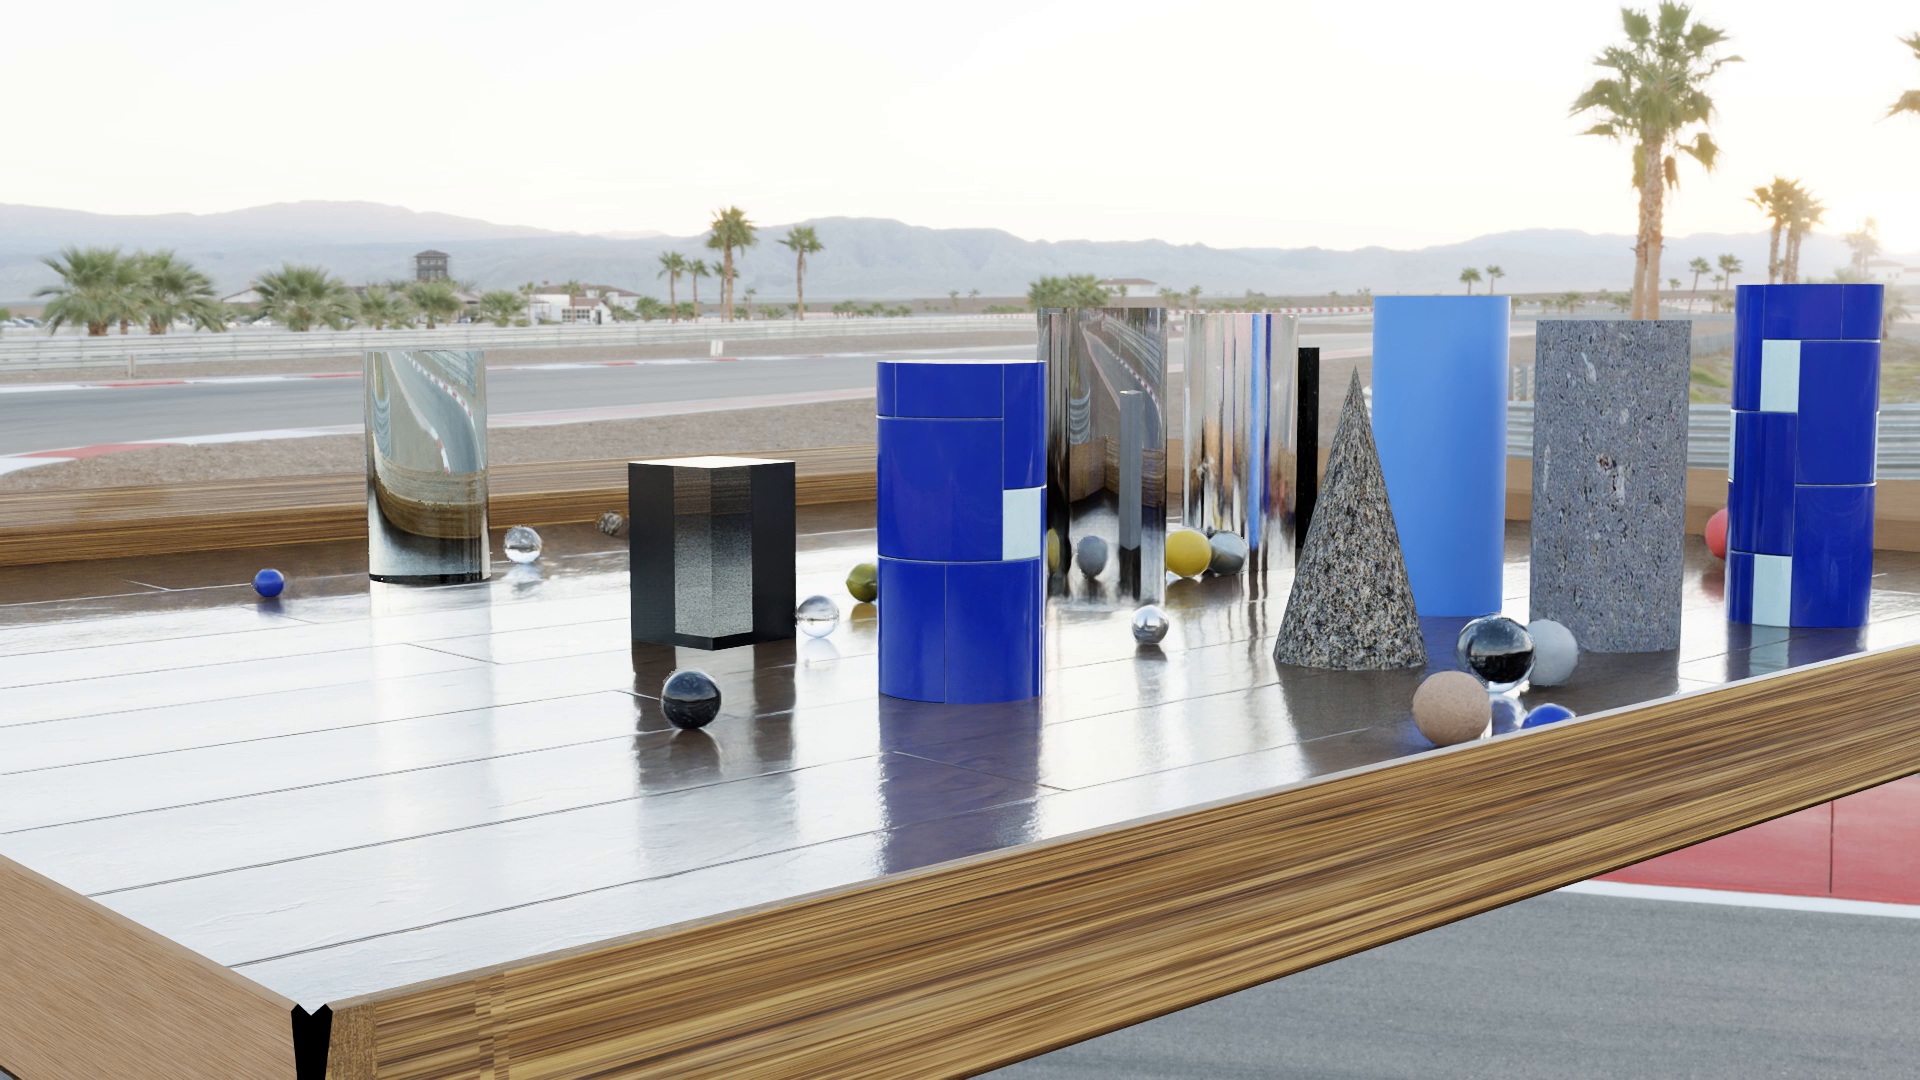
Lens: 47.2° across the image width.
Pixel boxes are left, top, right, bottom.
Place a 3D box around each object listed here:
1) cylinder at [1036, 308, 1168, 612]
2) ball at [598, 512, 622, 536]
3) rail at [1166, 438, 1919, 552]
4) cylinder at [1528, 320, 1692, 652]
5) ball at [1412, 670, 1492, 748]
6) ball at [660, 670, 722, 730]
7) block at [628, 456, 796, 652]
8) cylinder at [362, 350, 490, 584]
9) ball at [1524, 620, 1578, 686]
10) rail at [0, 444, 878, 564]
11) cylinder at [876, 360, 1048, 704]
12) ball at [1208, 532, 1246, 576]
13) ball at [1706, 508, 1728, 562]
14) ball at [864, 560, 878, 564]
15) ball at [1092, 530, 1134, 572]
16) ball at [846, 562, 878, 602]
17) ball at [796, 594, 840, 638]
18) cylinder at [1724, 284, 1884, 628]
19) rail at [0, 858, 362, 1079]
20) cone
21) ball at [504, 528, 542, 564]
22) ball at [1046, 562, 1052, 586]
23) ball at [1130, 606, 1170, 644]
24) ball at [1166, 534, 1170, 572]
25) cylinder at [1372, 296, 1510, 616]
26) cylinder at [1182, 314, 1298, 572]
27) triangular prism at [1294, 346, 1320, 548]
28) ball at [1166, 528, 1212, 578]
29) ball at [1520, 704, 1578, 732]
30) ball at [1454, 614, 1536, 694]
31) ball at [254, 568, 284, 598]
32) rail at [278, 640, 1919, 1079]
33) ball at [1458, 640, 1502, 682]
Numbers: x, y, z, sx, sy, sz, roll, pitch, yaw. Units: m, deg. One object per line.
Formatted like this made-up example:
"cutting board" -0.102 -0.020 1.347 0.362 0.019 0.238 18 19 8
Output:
"cylinder" 0.215 -0.128 3.345 0.199 0.449 0.199 0 6 0
"ball" -0.697 -0.032 4.375 0.046 0.046 0.046 0 6 0
"rail" 1.312 -0.092 4.536 0.045 0.129 3.050 -5 8 -42
"cylinder" 0.870 -0.078 2.951 0.199 0.432 0.199 0 6 0
"ball" 0.503 0.173 2.247 0.079 0.079 0.079 0 6 0
"ball" -0.287 0.170 2.345 0.065 0.065 0.065 0 6 0
"block" -0.335 0.014 2.986 0.159 0.241 0.159 5 8 39
"cylinder" -0.890 -0.126 3.672 0.199 0.378 0.199 0 6 0
"ball" 0.695 0.134 2.617 0.079 0.079 0.079 0 6 0
"rail" -1.018 -0.081 4.429 3.618 0.129 0.045 -5 8 -42
"cylinder" 0.002 -0.016 2.577 0.199 0.386 0.199 0 6 0
"ball" 0.448 0.024 3.715 0.071 0.071 0.071 0 6 0
"ball" 1.373 -0.009 3.899 0.099 0.099 0.099 0 6 0
"ball" -0.143 0.061 3.425 0.058 0.058 0.058 0 6 0
"ball" 0.262 0.020 3.749 0.072 0.072 0.072 0 6 0
"ball" -0.143 0.065 3.364 0.063 0.063 0.063 0 6 0
"ball" -0.194 0.104 3.003 0.060 0.060 0.060 0 6 0
"cylinder" 1.211 -0.125 3.162 0.199 0.481 0.199 0 6 0
"rail" -1.312 0.159 2.128 0.045 0.129 3.050 -5 8 -42
"cone" 0.503 -0.036 2.814 0.199 0.378 0.199 0 6 0
"ball" -0.772 0.010 3.884 0.065 0.065 0.065 0 6 0
"ball" 0.121 0.055 3.509 0.052 0.052 0.052 0 6 0
"ball" 0.254 0.114 2.945 0.052 0.052 0.052 0 6 0
"ball" 0.351 0.023 3.749 0.066 0.066 0.066 0 6 0
"cylinder" 0.715 -0.130 3.288 0.199 0.466 0.199 0 6 0
"cylinder" 0.489 -0.175 3.844 0.199 0.440 0.199 0 6 0
"triangular prism" 0.584 -0.180 4.198 0.172 0.377 0.149 0 6 0
"ball" 0.381 0.022 3.679 0.082 0.082 0.082 0 6 0
"ball" 0.584 0.191 2.172 0.058 0.058 0.058 0 6 0
"ball" 0.624 0.133 2.567 0.092 0.092 0.092 0 6 0
"ball" -1.076 0.067 3.425 0.046 0.046 0.046 0 6 0
"rail" 1.018 0.148 2.235 3.618 0.129 0.045 -5 8 -42
"ball" 0.626 0.145 2.644 0.051 0.051 0.051 0 6 0
